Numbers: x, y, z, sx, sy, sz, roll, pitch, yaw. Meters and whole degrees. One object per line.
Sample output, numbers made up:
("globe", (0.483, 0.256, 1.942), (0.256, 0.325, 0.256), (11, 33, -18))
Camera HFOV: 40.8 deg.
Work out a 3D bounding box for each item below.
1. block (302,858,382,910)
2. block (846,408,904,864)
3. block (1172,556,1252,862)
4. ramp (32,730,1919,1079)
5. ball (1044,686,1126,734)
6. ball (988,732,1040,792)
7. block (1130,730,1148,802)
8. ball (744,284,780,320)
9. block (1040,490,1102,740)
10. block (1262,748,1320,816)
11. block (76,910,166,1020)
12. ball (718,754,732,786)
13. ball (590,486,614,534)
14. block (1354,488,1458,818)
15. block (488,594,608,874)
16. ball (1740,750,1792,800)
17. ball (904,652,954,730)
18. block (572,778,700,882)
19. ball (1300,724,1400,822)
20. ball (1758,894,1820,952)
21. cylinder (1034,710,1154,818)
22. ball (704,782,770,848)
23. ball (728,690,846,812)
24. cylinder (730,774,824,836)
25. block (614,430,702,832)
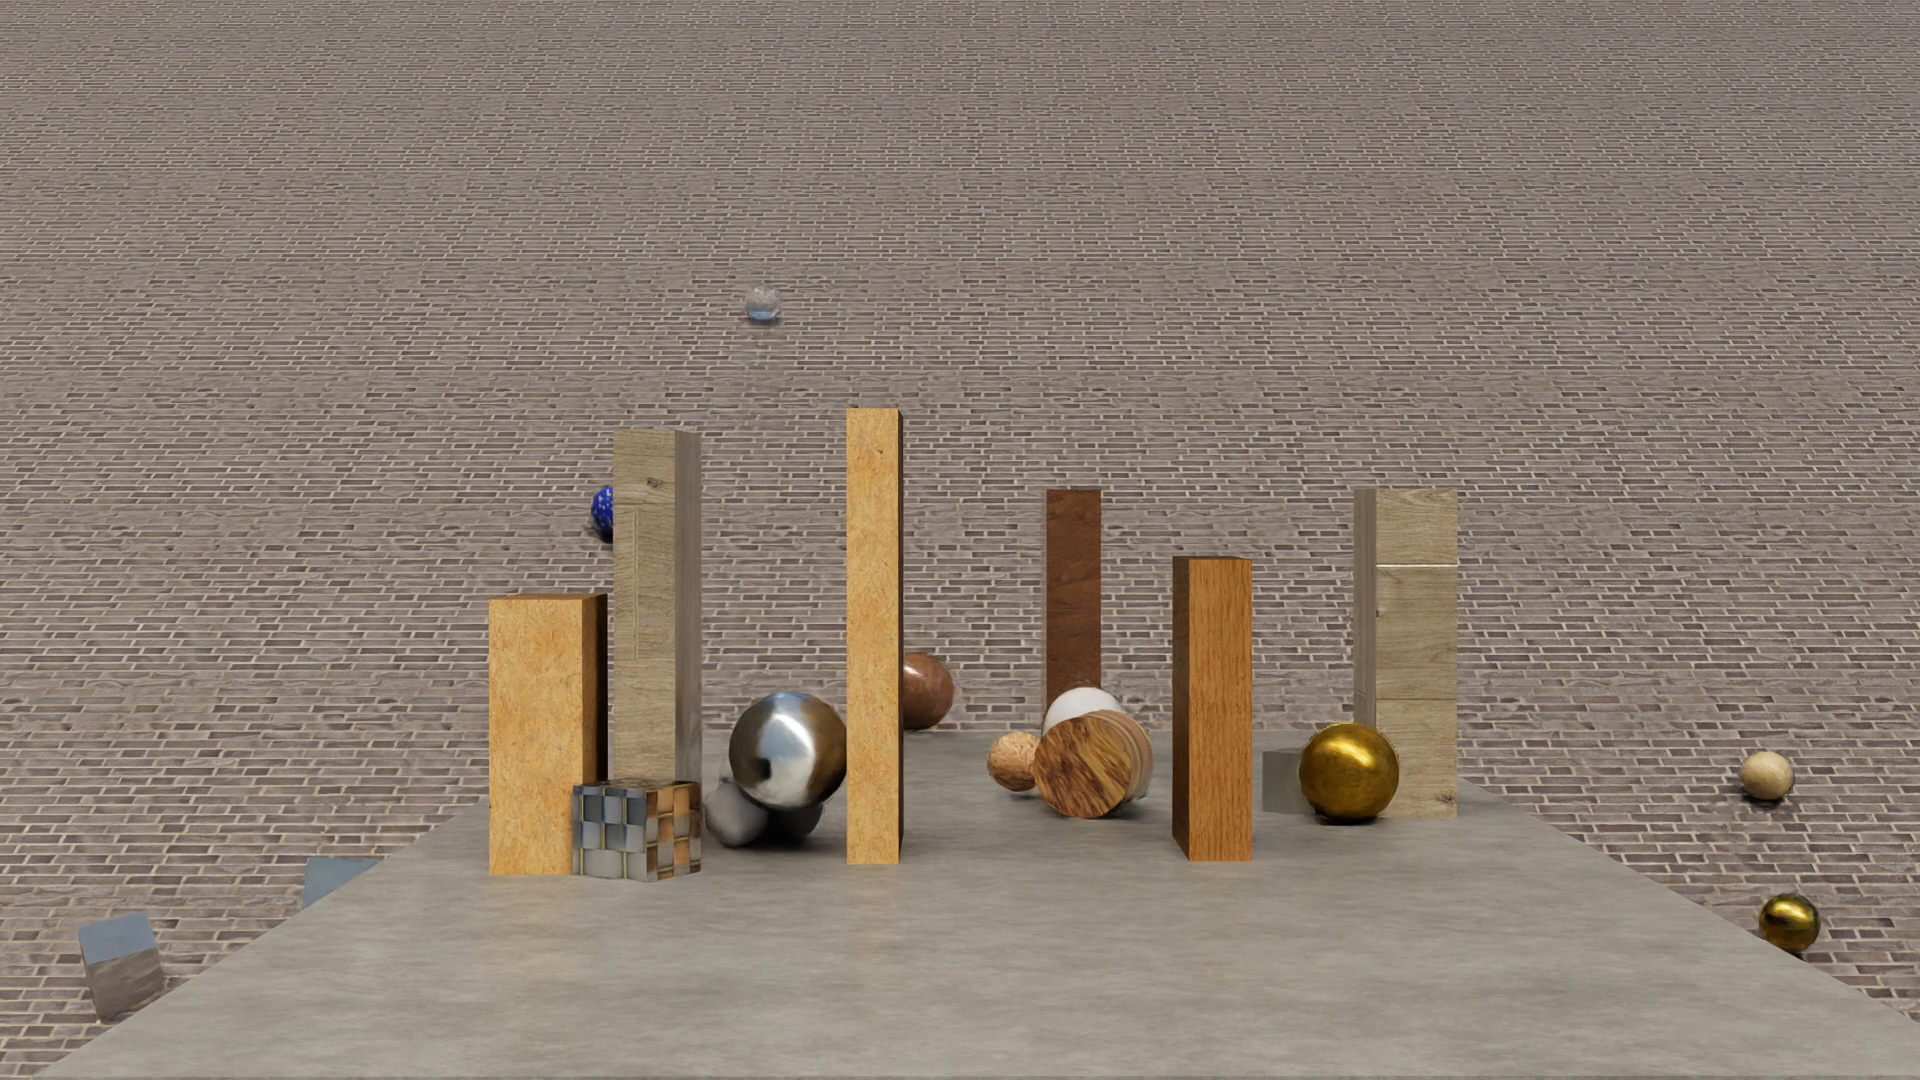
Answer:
("block", (-1.067, 0.650, 4.565), (0.148, 0.148, 0.148), (2, -17, 4))
("block", (-0.141, 0.152, 4.347), (0.083, 0.731, 0.407), (0, 1, 0))
("block", (0.421, 0.274, 4.340), (0.101, 0.488, 0.329), (0, 1, 0))
("ramp", (0.063, 0.564, 4.604), (2.000, 0.100, 4.000), (0, 1, 0))
("ball", (0.267, 0.401, 5.474), (0.180, 0.180, 0.180), (0, 28, 0))
("ball", (0.115, 0.435, 5.070), (0.117, 0.117, 0.117), (0, 28, 0))
("block", (0.287, 0.443, 5.087), (0.130, 0.130, 0.130), (0, 1, 24))
("ball", (-0.704, -0.845, 9.183), (0.127, 0.127, 0.127), (0, 28, 0))
("block", (0.245, 0.194, 5.749), (0.117, 0.611, 0.374), (0, 1, 0))
("block", (0.648, 0.454, 4.874), (0.112, 0.112, 0.112), (1, 1, 36))
("block", (-1.870, 0.947, 5.763), (0.151, 0.151, 0.151), (-13, 30, -23))
("ball", (-0.392, 0.447, 4.883), (0.129, 0.129, 0.129), (0, 28, 0))
("ball", (-1.033, -0.089, 7.731), (0.146, 0.146, 0.146), (0, 28, 0))
("block", (0.841, 0.207, 4.894), (0.149, 0.606, 0.270), (0, 1, 0))
("block", (-0.662, 0.306, 4.178), (0.145, 0.429, 0.295), (0, 1, 0))
("ball", (2.020, 0.590, 6.468), (0.124, 0.124, 0.124), (0, 28, 0))
("ball", (-0.114, 0.388, 6.613), (0.200, 0.200, 0.200), (0, 28, 0))
("block", (-0.505, 0.451, 4.037), (0.142, 0.142, 0.142), (0, 1, 30))
("ball", (0.706, 0.423, 4.689), (0.180, 0.180, 0.180), (0, 28, 0))
("ball", (1.900, 0.876, 5.914), (0.135, 0.135, 0.135), (0, 28, 0))
("cylinder", (0.252, 0.418, 4.842), (0.186, 0.186, 0.186), (9, 3, 17))
("ball", (-0.377, 0.463, 4.357), (0.111, 0.111, 0.111), (0, 28, 0))
("ball", (-0.283, 0.352, 4.298), (0.203, 0.203, 0.203), (0, 28, 0))
("cylinder", (-0.324, 0.455, 4.524), (0.121, 0.121, 0.121), (0, 23, 36))
("block", (-0.505, 0.169, 4.345), (0.098, 0.698, 0.431), (0, 1, 0))
